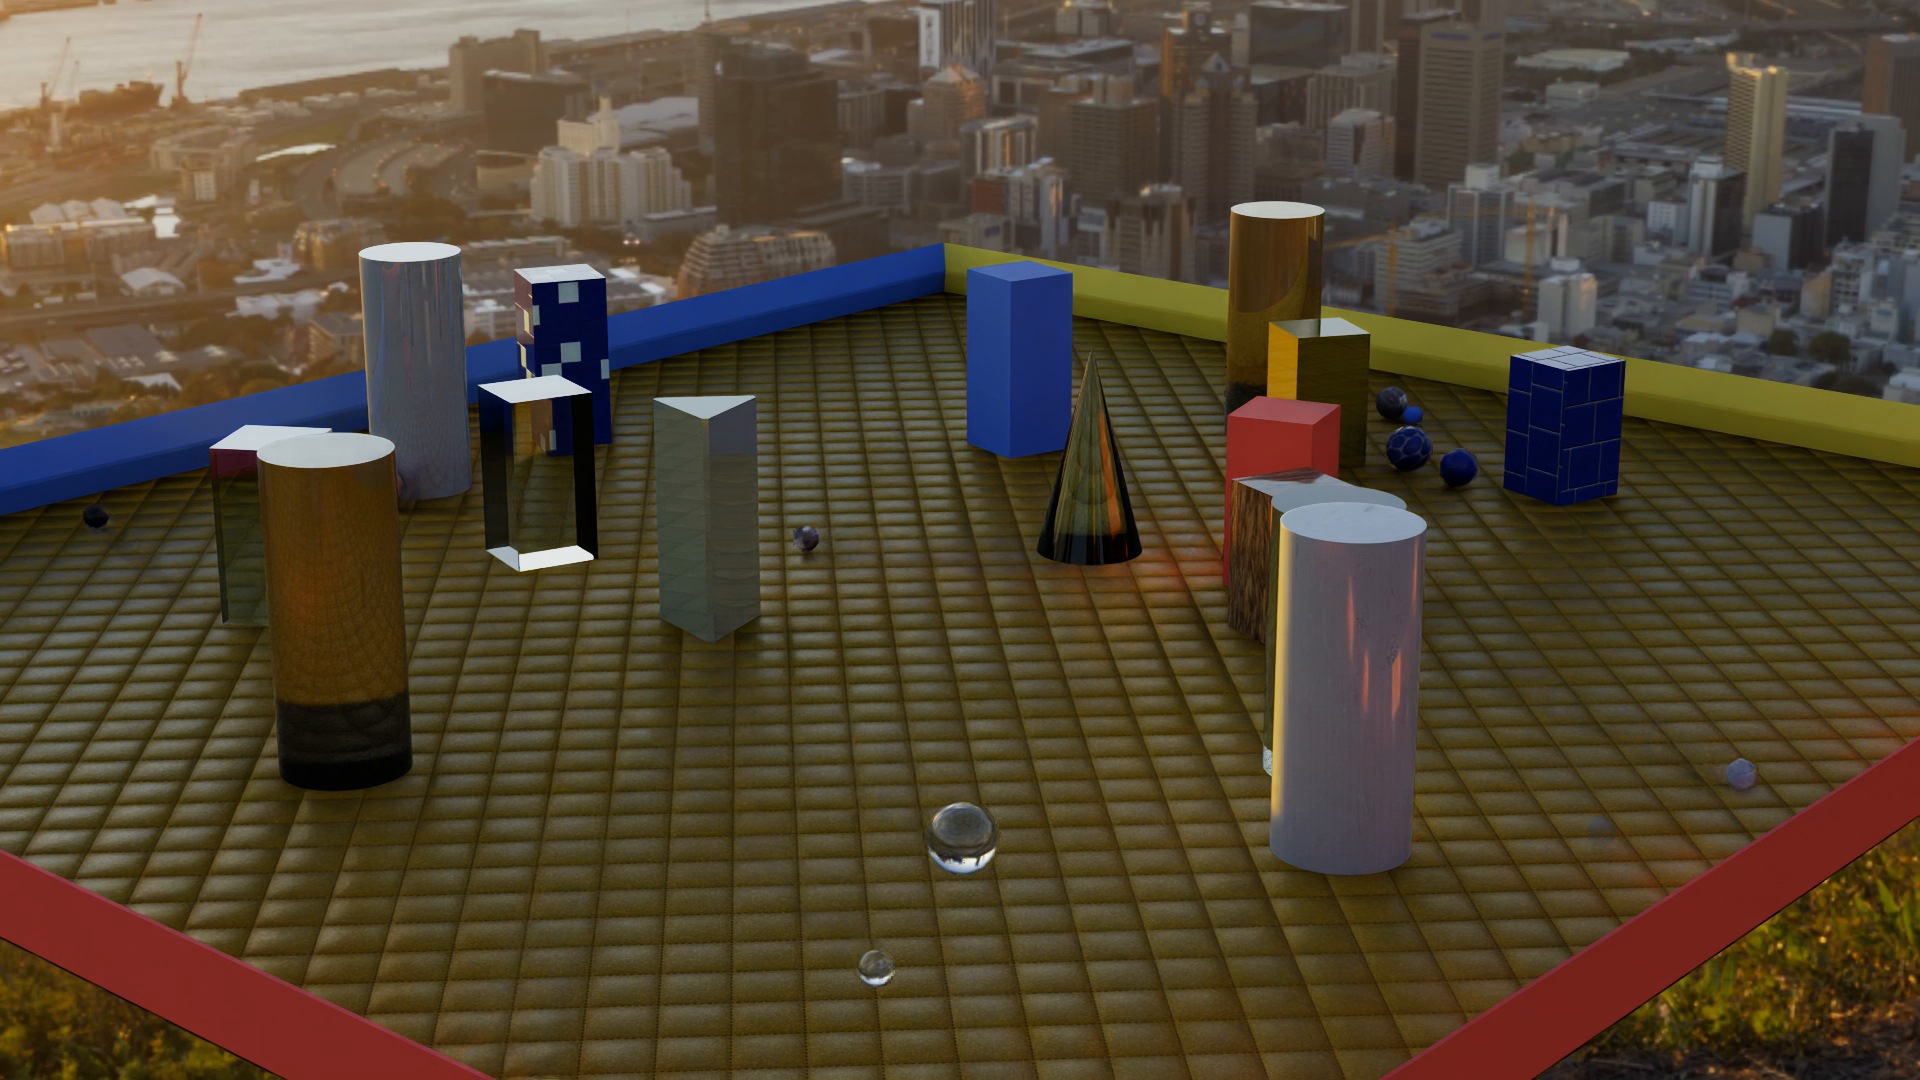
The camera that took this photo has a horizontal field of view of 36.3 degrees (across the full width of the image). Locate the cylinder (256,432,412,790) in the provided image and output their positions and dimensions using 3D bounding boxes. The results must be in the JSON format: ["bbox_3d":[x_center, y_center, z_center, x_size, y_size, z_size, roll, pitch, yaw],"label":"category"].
[{"bbox_3d":[-0.907,0.103,4.265,0.194,0.485,0.194,0,17,0],"label":"cylinder"}]

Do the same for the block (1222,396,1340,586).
[{"bbox_3d":[0.567,-0.079,5.170,0.155,0.310,0.155,8,18,24],"label":"block"}]

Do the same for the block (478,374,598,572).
[{"bbox_3d":[-0.765,-0.123,5.315,0.155,0.311,0.155,-10,19,-29],"label":"block"}]

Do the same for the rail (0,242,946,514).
[{"bbox_3d":[-1.268,-0.286,6.174,0.045,0.126,3.795,14,22,39],"label":"rail"}]

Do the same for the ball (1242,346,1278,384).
[{"bbox_3d":[0.677,-0.395,6.611,0.084,0.084,0.084,0,17,0],"label":"ball"}]

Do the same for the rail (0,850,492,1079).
[{"bbox_3d":[-1.228,0.440,3.766,3.406,0.126,0.045,14,22,39],"label":"rail"}]

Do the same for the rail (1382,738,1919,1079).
[{"bbox_3d":[1.268,0.350,4.066,0.045,0.126,3.795,14,22,39],"label":"rail"}]

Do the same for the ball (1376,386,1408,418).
[{"bbox_3d":[0.928,-0.295,6.305,0.069,0.069,0.069,0,17,0],"label":"ball"}]

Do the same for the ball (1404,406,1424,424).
[{"bbox_3d":[0.969,-0.268,6.263,0.041,0.041,0.041,0,17,0],"label":"ball"}]

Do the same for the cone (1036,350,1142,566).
[{"bbox_3d":[0.238,-0.166,5.333,0.194,0.384,0.194,0,17,0],"label":"cone"}]

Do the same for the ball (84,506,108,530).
[{"bbox_3d":[-1.622,-0.040,5.505,0.044,0.044,0.044,0,17,0],"label":"ball"}]

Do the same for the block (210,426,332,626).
[{"bbox_3d":[-1.162,-0.024,4.991,0.155,0.309,0.155,3,17,9],"label":"block"}]

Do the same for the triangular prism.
[{"bbox_3d":[-0.403,-0.045,4.931,0.146,0.384,0.168,-12,20,-34],"label":"triangular prism"}]

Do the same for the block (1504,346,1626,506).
[{"bbox_3d":[1.180,-0.225,5.727,0.155,0.268,0.155,-11,20,-33],"label":"block"}]

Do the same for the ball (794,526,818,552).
[{"bbox_3d":[-0.281,-0.002,5.374,0.046,0.046,0.046,0,17,0],"label":"ball"}]

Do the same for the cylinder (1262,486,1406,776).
[{"bbox_3d":[0.545,0.141,4.278,0.194,0.405,0.194,0,17,0],"label":"cylinder"}]

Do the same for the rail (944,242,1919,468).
[{"bbox_3d":[1.228,-0.377,6.475,3.406,0.126,0.045,14,22,39],"label":"rail"}]

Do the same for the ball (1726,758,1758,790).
[{"bbox_3d":[1.132,0.339,4.247,0.044,0.044,0.044,0,17,0],"label":"ball"}]

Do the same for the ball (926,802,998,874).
[{"bbox_3d":[0.003,0.402,3.946,0.097,0.097,0.097,0,17,0],"label":"ball"}]

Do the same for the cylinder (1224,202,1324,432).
[{"bbox_3d":[0.657,-0.456,6.137,0.194,0.475,0.194,0,17,0],"label":"cylinder"}]

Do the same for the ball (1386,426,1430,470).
[{"bbox_3d":[0.902,-0.184,5.903,0.090,0.090,0.090,0,17,0],"label":"ball"}]

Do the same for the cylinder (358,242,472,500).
[{"bbox_3d":[-1.063,-0.331,5.731,0.194,0.470,0.194,0,17,0],"label":"cylinder"}]

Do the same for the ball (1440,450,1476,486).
[{"bbox_3d":[0.984,-0.142,5.792,0.072,0.072,0.072,0,17,0],"label":"ball"}]

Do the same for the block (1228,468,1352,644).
[{"bbox_3d":[0.559,0.030,4.900,0.155,0.257,0.155,-9,19,-28],"label":"block"}]

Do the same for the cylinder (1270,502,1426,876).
[{"bbox_3d":[0.524,0.200,3.975,0.194,0.467,0.194,0,17,0],"label":"cylinder"}]

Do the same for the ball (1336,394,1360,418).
[{"bbox_3d":[0.833,-0.287,6.309,0.052,0.052,0.052,0,17,0],"label":"ball"}]

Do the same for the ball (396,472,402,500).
[{"bbox_3d":[-1.113,-0.100,5.625,0.088,0.088,0.088,0,17,0],"label":"ball"}]

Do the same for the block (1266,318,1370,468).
[{"bbox_3d":[0.725,-0.296,5.949,0.155,0.276,0.155,-5,17,-15],"label":"block"}]

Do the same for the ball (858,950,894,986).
[{"bbox_3d":[-0.104,0.528,3.619,0.044,0.044,0.044,0,17,0],"label":"ball"}]

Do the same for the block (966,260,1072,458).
[{"bbox_3d":[0.122,-0.374,6.046,0.155,0.369,0.155,-11,20,-33],"label":"block"}]

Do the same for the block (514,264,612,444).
[{"bbox_3d":[-0.827,-0.382,6.106,0.155,0.351,0.155,-7,18,-21],"label":"block"}]
